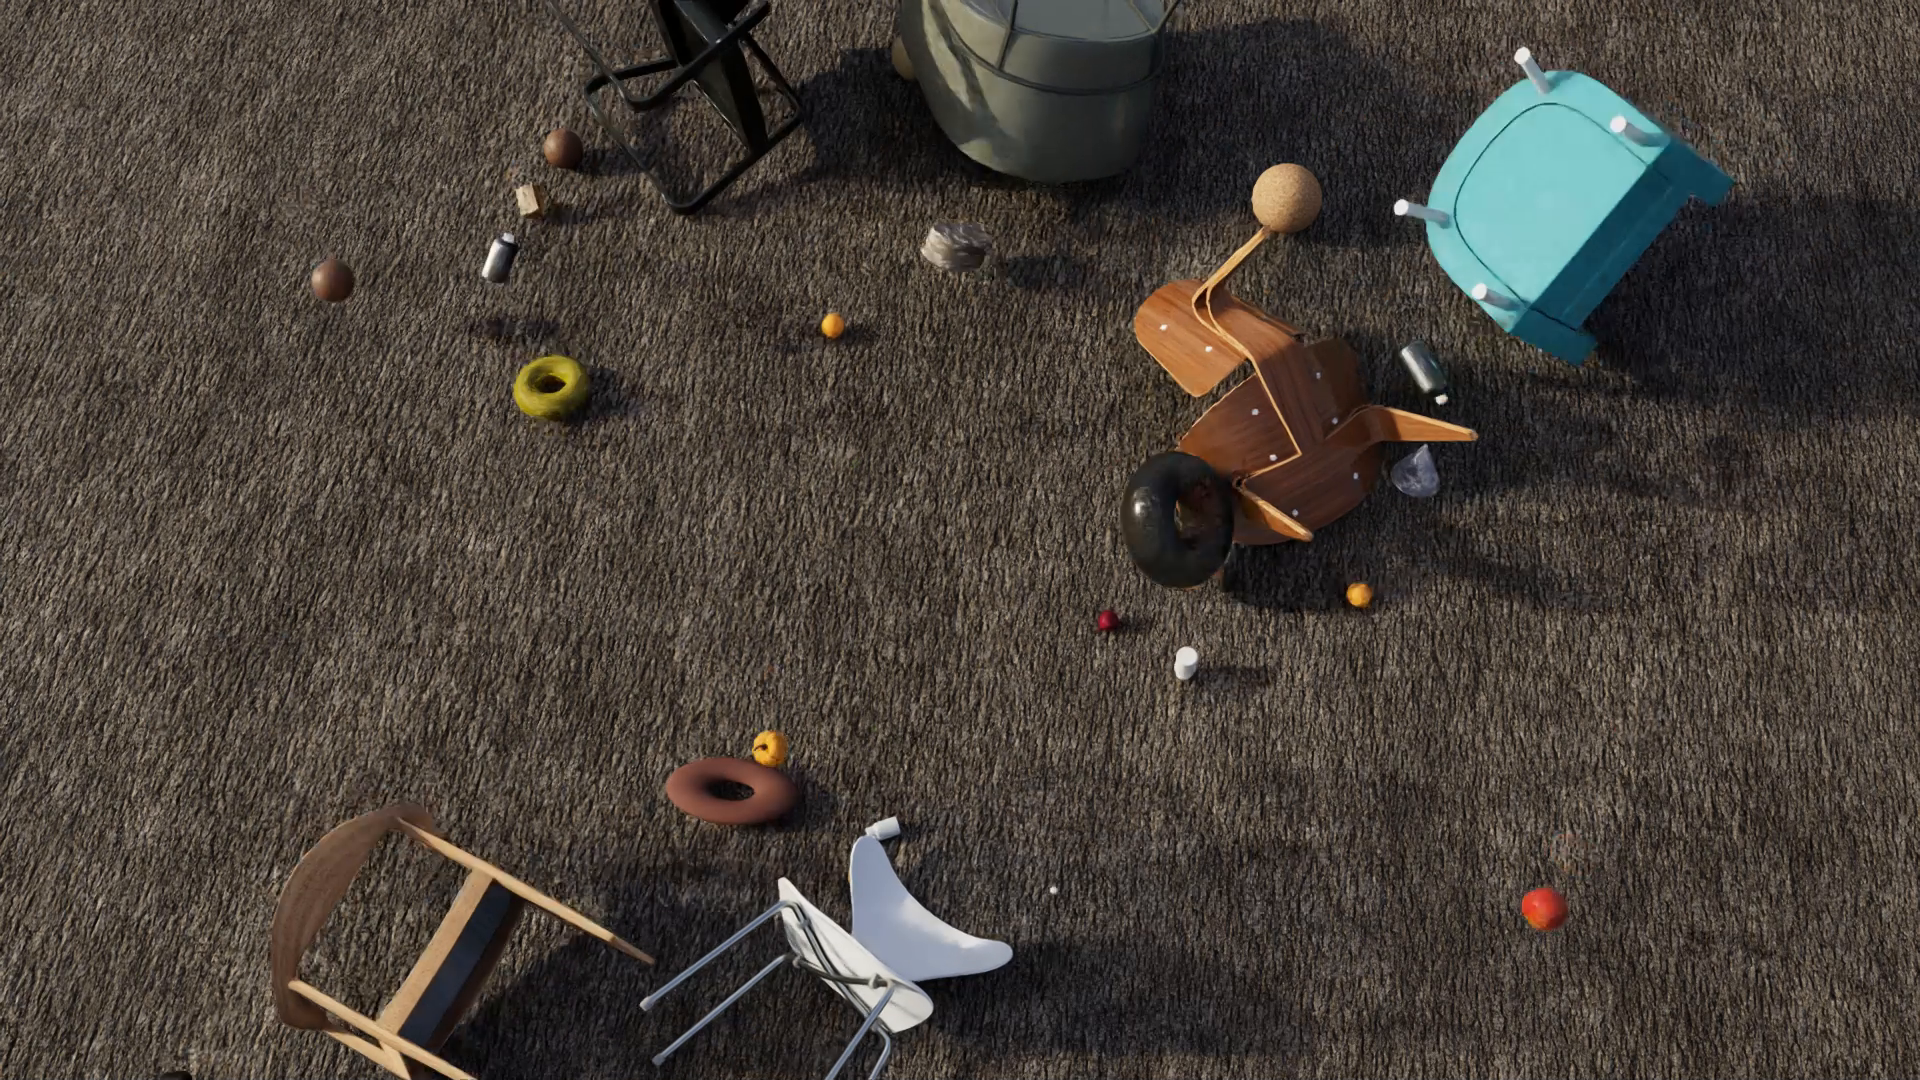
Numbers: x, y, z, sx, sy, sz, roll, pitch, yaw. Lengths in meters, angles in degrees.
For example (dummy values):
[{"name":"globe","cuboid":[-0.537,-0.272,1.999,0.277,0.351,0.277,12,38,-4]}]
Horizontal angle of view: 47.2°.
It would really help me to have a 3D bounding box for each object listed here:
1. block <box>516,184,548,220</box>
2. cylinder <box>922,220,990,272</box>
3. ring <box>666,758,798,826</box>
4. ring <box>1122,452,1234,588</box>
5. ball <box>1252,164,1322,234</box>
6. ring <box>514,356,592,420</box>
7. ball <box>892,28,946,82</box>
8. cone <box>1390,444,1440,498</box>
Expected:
[{"name":"block","cuboid":[-1.414,-1.117,7.250,0.064,0.063,0.092,-17,82,17]},{"name":"cylinder","cuboid":[-0.011,-0.945,7.056,0.201,0.105,0.135,7,39,-22]},{"name":"ring","cuboid":[-0.628,0.693,6.063,0.370,0.059,0.217,6,47,3]},{"name":"ring","cuboid":[0.630,-0.059,6.345,0.165,0.402,0.387,-3,35,47]},{"name":"ball","cuboid":[1.068,-1.116,7.186,0.228,0.228,0.228,0,56,0]},{"name":"ring","cuboid":[-1.268,-0.475,6.842,0.242,0.080,0.240,-18,53,-9]},{"name":"ball","cuboid":[-0.142,-1.673,7.583,0.188,0.188,0.188,0,56,0]},{"name":"cone","cuboid":[1.388,-0.238,6.622,0.157,0.185,0.133,31,61,19]}]
